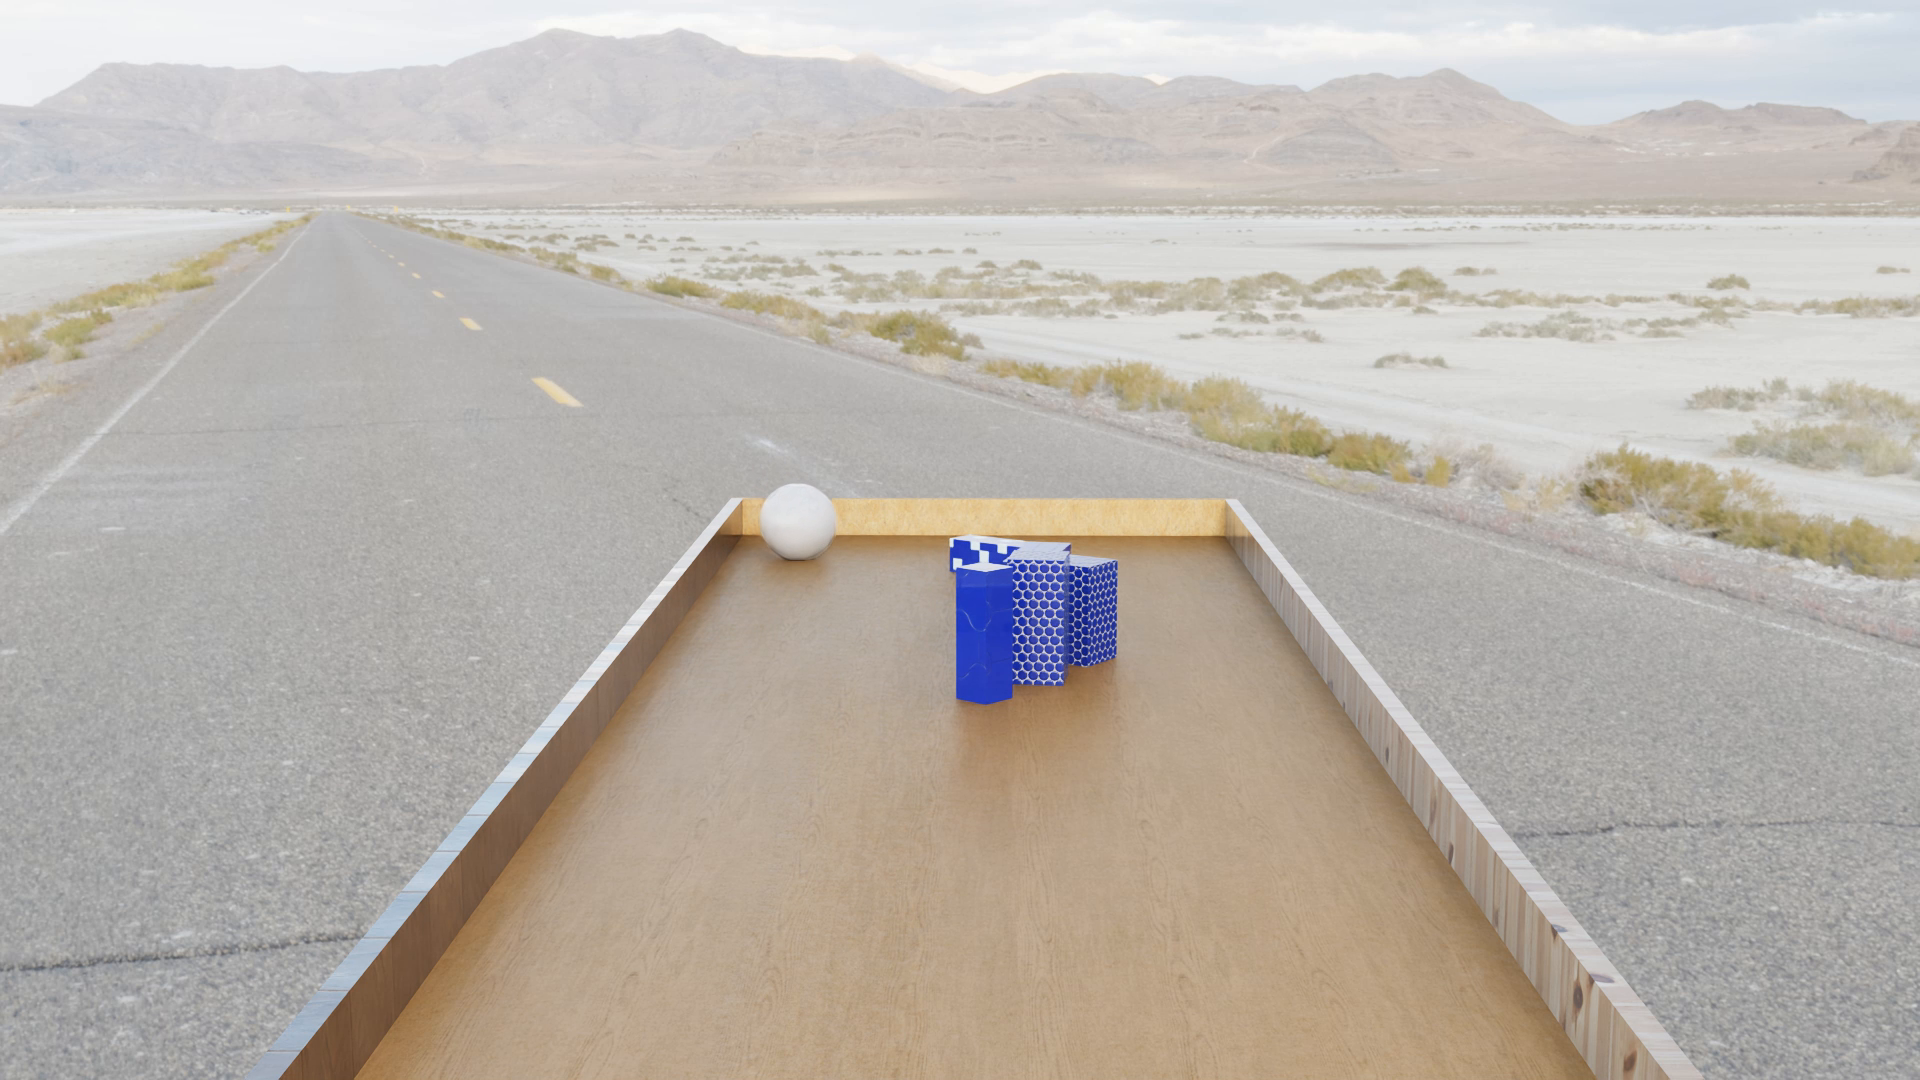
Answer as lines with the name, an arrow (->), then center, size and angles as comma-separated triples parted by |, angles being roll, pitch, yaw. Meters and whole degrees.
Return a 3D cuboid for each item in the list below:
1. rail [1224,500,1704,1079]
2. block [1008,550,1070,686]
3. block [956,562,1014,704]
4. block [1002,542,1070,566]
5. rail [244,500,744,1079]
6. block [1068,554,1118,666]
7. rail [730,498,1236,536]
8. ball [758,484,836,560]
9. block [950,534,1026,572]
rail -> 1.046, 0.843, 3.208 | 0.050, 0.150, 12.000 | 0, 9, 1
block -> 0.229, 0.225, 6.415 | 0.164, 0.367, 0.164 | 1, 9, 8
block -> 0.069, 0.261, 6.165 | 0.113, 0.376, 0.113 | 8, 12, 42
block -> 0.248, 0.109, 7.009 | 0.143, 0.143, 0.408 | 2, 9, 12
rail -> -1.004, 0.839, 3.234 | 0.050, 0.150, 12.000 | 0, 9, 1
block -> 0.361, 0.213, 6.696 | 0.170, 0.303, 0.170 | 6, 11, 34
rail -> 0.099, -0.098, 9.147 | 2.100, 0.150, 0.050 | 0, 9, 1
ball -> -0.628, -0.071, 8.504 | 0.298, 0.298, 0.298 | 0, 9, 0
block -> 0.158, 0.067, 8.187 | 0.401, 0.124, 0.124 | 7, 11, 37
